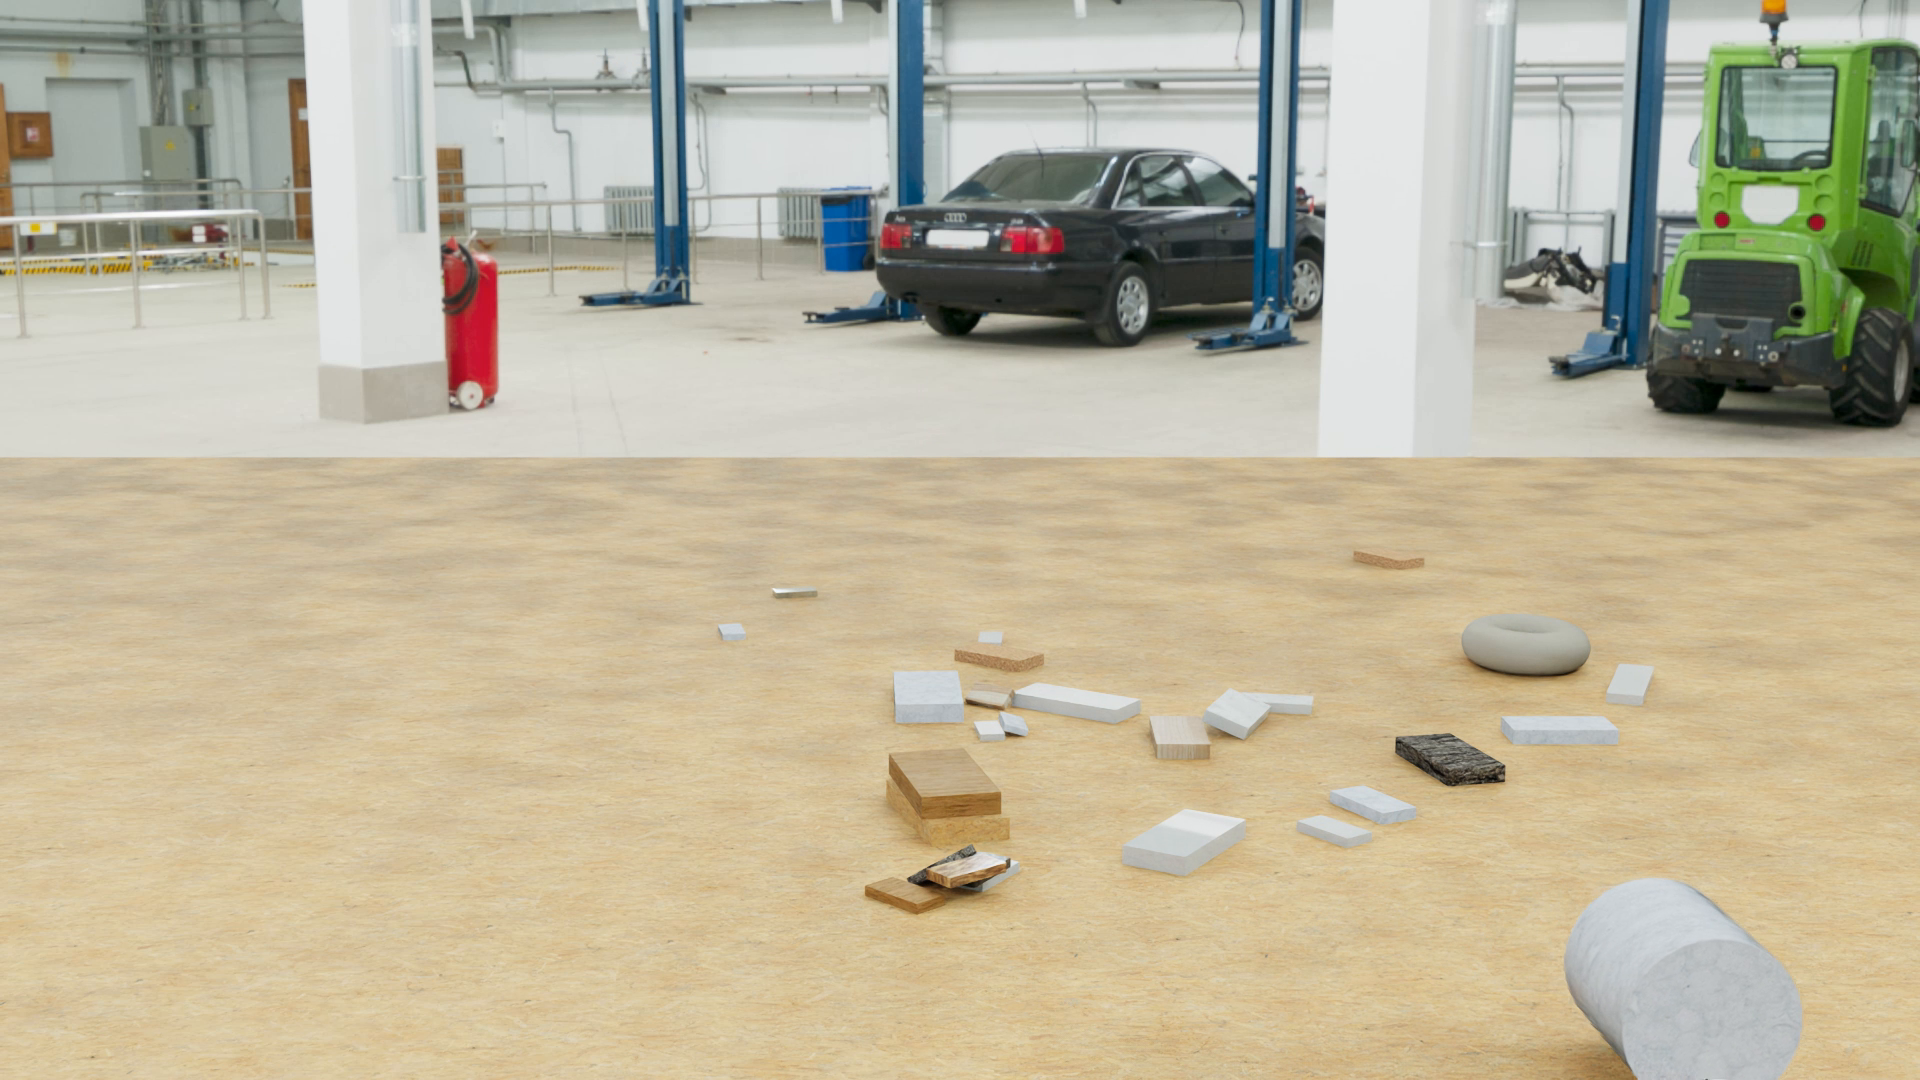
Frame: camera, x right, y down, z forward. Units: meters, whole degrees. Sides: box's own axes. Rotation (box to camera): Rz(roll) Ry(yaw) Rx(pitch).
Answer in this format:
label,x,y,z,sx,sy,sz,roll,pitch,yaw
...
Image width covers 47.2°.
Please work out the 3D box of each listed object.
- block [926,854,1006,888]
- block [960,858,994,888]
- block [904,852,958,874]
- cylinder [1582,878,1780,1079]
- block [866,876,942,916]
label,x,y,z,sx,sy,sz,roll,pitch,yaw
block,0.011,0.549,3.652,0.122,0.017,0.061,-9,14,-40
block,0.029,0.556,3.710,0.061,0.017,0.122,1,11,4
block,-0.031,0.553,3.734,0.063,0.018,0.126,-9,14,-41
cylinder,0.963,0.604,2.947,0.236,0.236,0.236,1,10,0
block,-0.091,0.587,3.634,0.063,0.018,0.126,7,13,35
